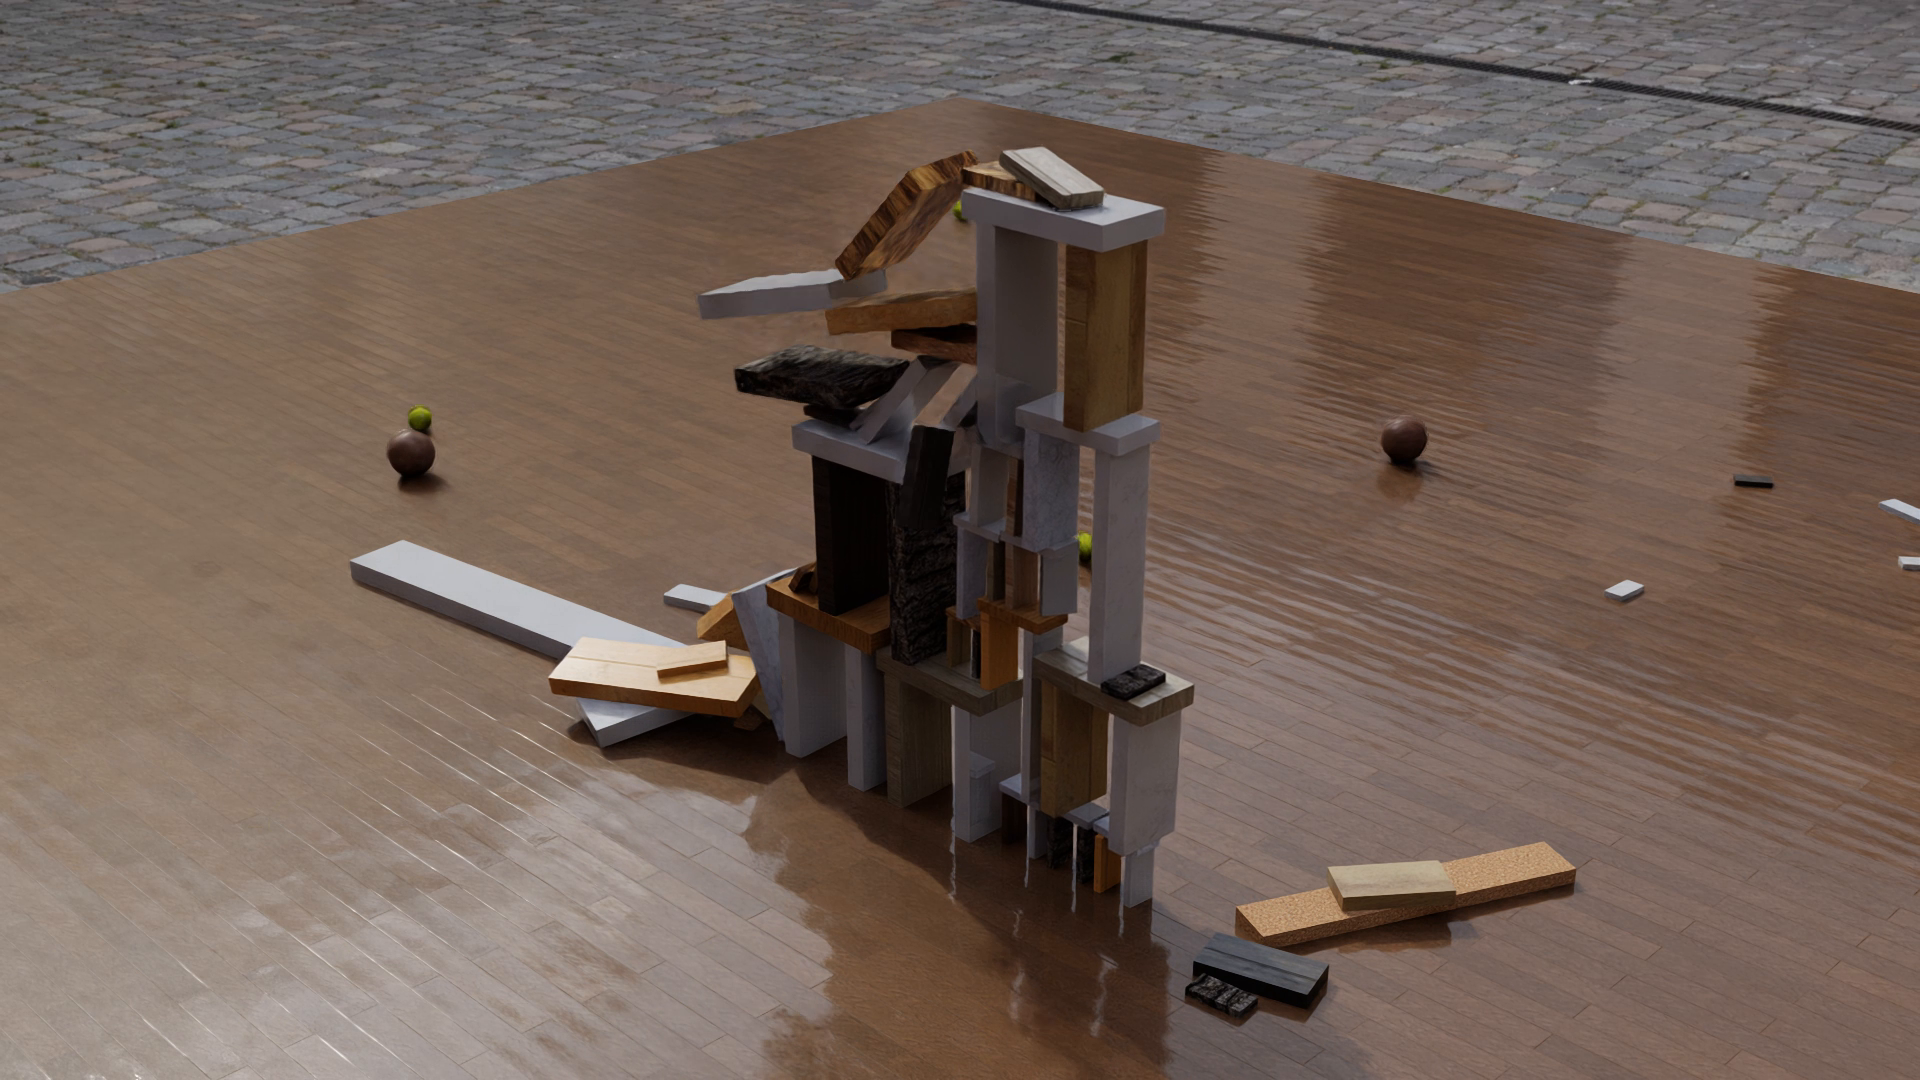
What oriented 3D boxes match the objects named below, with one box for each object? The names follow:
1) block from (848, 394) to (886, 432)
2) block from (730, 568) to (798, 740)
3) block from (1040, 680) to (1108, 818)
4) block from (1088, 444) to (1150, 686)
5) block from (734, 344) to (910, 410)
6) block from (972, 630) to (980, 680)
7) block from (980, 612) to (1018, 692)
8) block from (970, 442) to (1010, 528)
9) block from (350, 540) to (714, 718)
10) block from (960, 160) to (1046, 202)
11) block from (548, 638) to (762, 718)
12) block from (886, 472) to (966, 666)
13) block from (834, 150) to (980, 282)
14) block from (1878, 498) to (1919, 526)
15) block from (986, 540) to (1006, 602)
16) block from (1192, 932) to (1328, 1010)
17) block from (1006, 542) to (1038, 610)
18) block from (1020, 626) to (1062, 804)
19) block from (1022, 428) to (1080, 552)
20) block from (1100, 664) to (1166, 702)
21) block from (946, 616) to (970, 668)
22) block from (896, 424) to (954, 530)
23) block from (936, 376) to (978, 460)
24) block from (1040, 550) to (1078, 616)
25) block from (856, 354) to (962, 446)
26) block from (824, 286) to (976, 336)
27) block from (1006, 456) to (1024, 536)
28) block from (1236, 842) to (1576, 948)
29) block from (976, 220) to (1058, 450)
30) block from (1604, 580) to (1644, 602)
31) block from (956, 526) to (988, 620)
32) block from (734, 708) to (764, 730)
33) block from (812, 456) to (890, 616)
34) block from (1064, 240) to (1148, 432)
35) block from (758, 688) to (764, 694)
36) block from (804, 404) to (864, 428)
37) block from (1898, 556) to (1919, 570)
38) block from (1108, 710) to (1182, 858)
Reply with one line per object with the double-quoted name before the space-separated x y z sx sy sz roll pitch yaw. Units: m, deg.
"block" -0.159 -0.254 4.284 0.063 0.018 0.127 -26 -7 -44
"block" -0.370 0.246 4.760 0.048 0.336 0.168 -12 9 44
"block" 0.218 0.376 4.165 0.139 0.277 0.039 -19 30 -38
"block" 0.284 0.036 3.934 0.033 0.450 0.117 19 30 36
"block" -0.276 -0.327 4.396 0.174 0.049 0.347 -25 25 -37
"block" 0.047 0.214 4.273 0.052 0.103 0.015 -21 32 -40
"block" 0.076 0.202 4.228 0.023 0.161 0.081 21 31 41
"block" 0.055 -0.114 4.124 0.078 0.168 0.022 -21 34 -40
"block" -0.991 0.196 5.239 1.240 0.048 0.168 17 28 34
"block" 0.097 -0.629 3.849 0.091 0.026 0.182 -21 31 -40
"block" -0.656 0.297 4.790 0.458 0.044 0.157 5 34 20
"block" -0.063 0.042 4.318 0.048 0.379 0.170 19 30 40
"block" -0.097 -0.597 4.064 0.157 0.044 0.313 -26 -10 -38
"block" 2.595 -0.038 5.831 0.057 0.016 0.352 -11 25 -24
"block" 0.081 0.049 4.163 0.063 0.125 0.018 -18 30 -37
"block" 0.536 0.766 3.917 0.215 0.030 0.108 12 26 27
"block" 0.116 0.058 4.130 0.068 0.136 0.019 -21 31 -40
"block" 0.156 0.326 4.197 0.081 0.365 0.023 -20 31 -39
"block" 0.166 -0.105 3.991 0.033 0.234 0.117 21 31 38
"block" 0.313 0.257 3.968 0.057 0.016 0.114 21 31 40
"block" -0.002 0.194 4.317 0.052 0.103 0.015 -21 31 -40
"block" -0.062 -0.112 3.959 0.026 0.182 0.091 12 3 36
"block" 0.024 -0.231 4.100 0.121 0.242 0.034 -19 68 -41
"block" 0.184 0.074 4.092 0.068 0.136 0.019 -5 24 -13
"block" -0.092 -0.280 4.202 0.121 0.242 0.034 -26 75 -45
"block" -0.072 -0.434 4.130 0.174 0.049 0.347 -19 14 -42
"block" 0.124 -0.090 4.053 0.078 0.156 0.022 -20 34 -38
"block" 0.845 0.668 4.147 0.670 0.030 0.108 -8 24 -19
"block" 0.104 -0.382 3.952 0.046 0.415 0.163 20 30 41
"block" 1.646 0.125 5.448 0.099 0.014 0.050 -19 29 -37
"block" 0.023 0.056 4.228 0.063 0.191 0.018 -19 30 -38
"block" -0.453 0.389 4.826 0.045 0.013 0.091 11 25 24
"block" -0.215 -0.033 4.449 0.048 0.339 0.170 18 29 39
"block" 0.251 -0.364 3.799 0.046 0.326 0.163 20 30 39
"block" -0.444 0.327 4.906 0.045 0.013 0.091 25 42 -15
"block" -0.245 -0.253 4.386 0.127 0.018 0.063 20 30 39
"block" 2.447 0.061 5.600 0.099 0.014 0.050 4 23 8
"block" 0.340 0.431 4.040 0.139 0.280 0.039 -20 31 -38
